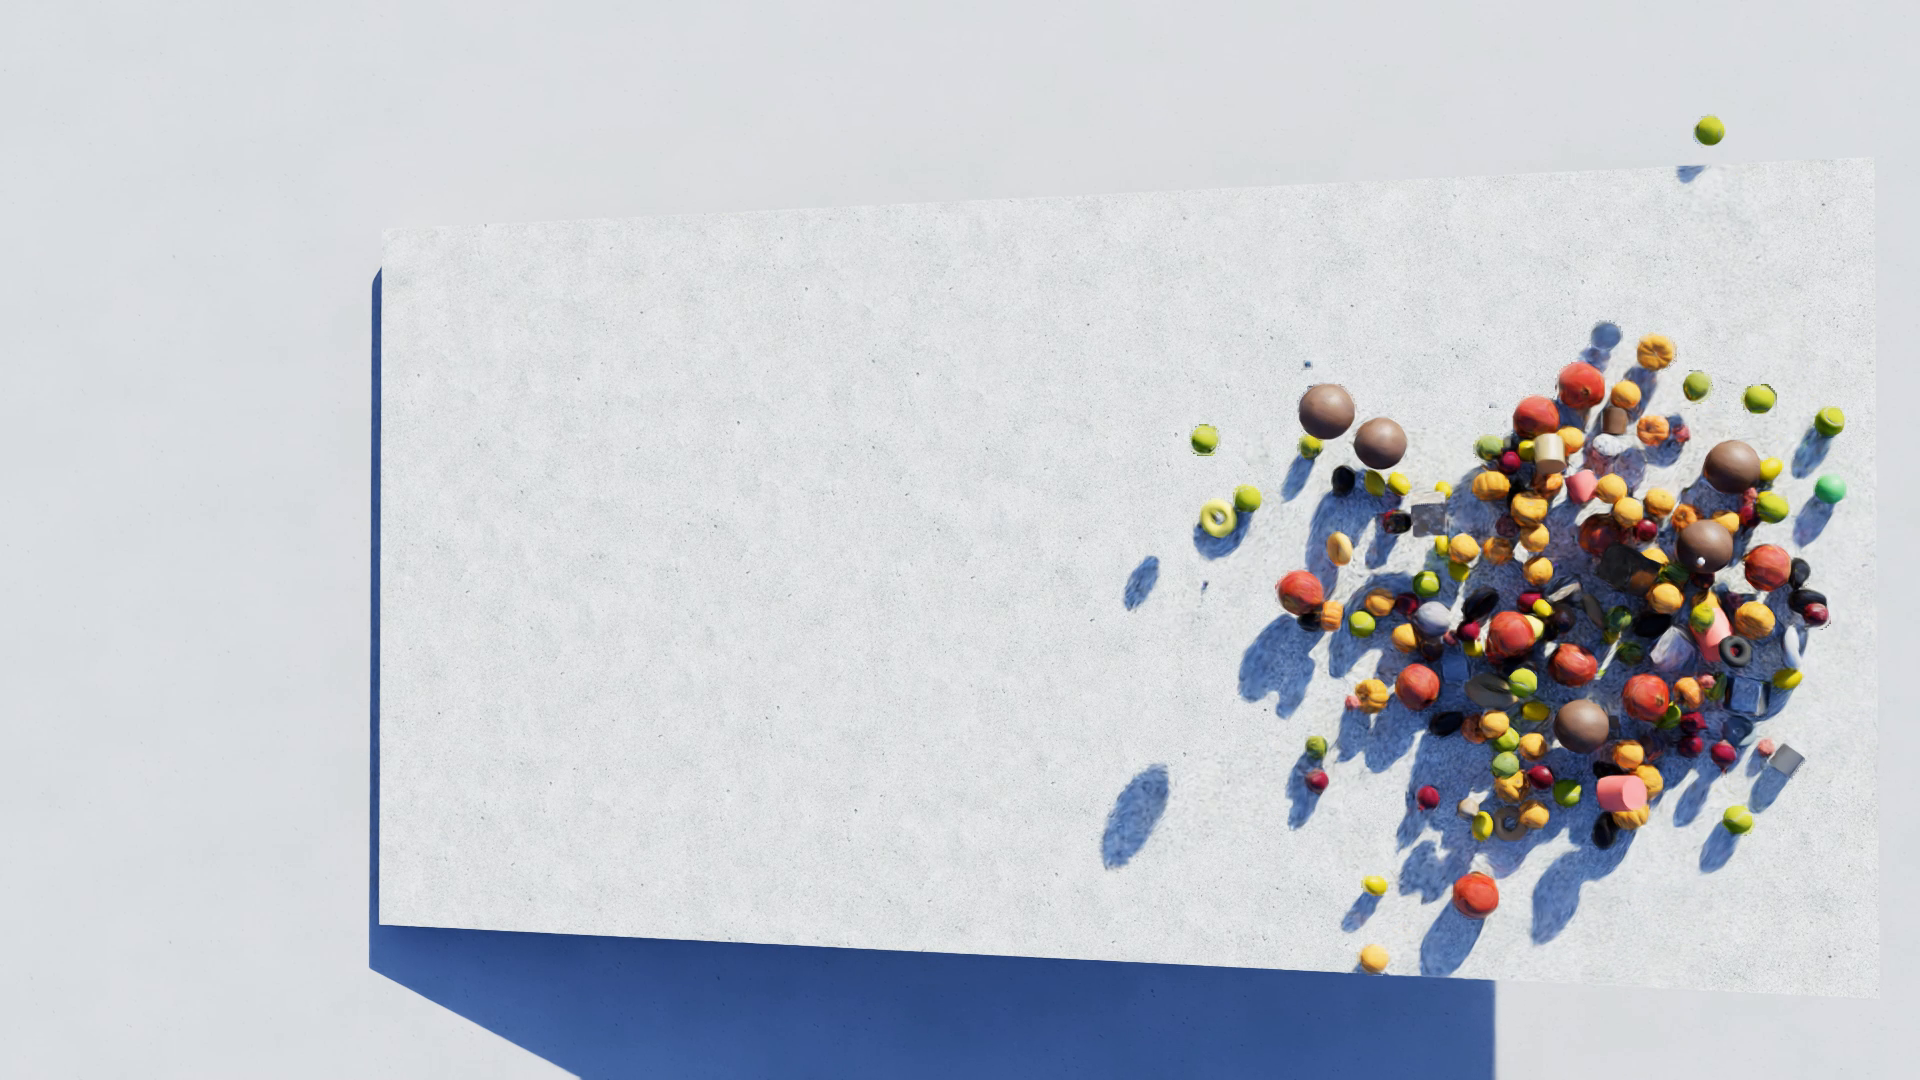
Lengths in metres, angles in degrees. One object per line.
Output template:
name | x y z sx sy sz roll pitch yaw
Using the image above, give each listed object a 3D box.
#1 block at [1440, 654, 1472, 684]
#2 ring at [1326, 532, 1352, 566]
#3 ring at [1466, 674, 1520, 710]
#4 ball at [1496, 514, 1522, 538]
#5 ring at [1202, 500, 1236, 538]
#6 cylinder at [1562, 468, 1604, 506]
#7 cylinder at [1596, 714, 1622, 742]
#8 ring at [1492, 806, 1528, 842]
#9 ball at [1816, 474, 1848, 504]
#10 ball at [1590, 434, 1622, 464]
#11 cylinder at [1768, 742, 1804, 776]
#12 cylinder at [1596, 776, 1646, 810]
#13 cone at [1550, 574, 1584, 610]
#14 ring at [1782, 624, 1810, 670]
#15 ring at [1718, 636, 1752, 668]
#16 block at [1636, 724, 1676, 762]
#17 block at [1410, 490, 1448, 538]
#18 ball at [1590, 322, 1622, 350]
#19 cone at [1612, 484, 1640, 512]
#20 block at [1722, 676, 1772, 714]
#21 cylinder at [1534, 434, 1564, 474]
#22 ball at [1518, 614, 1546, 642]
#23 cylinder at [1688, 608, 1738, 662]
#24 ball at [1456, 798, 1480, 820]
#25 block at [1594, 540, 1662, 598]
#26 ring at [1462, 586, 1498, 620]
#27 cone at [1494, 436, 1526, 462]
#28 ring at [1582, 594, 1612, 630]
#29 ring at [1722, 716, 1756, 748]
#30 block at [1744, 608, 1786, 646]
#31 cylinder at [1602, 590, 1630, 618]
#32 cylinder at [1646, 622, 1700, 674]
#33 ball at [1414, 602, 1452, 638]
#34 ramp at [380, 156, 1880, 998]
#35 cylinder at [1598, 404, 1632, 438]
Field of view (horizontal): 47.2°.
block | 1.229 0.319 5.455 0.064 0.064 0.064 -10 84 18
ring | 0.955 0.022 5.535 0.029 0.088 0.088 -12 89 -24
ring | 1.308 0.370 5.397 0.134 0.134 0.045 3 116 0
ball | 1.354 -0.035 5.429 0.061 0.061 0.061 0 89 0
ring | 0.663 -0.055 5.633 0.098 0.033 0.098 6 101 30
cylinder | 1.513 -0.129 5.343 0.069 0.069 0.069 -30 70 0
cylinder | 1.578 0.457 5.349 0.053 0.053 0.053 0 73 0
ring | 1.359 0.702 5.432 0.089 0.030 0.089 -2 84 16
ball | 2.068 -0.121 5.220 0.070 0.070 0.070 0 89 0
ball | 1.574 -0.221 5.358 0.076 0.076 0.076 0 89 0
cylinder | 1.971 0.524 5.244 0.059 0.059 0.059 35 99 0
cylinder | 1.573 0.603 5.233 0.082 0.082 0.082 5 81 -31
cone | 1.510 0.146 5.392 0.091 0.091 0.091 -45 105 -1
ring | 1.985 0.253 5.223 0.036 0.109 0.109 7 89 42
ring | 1.809 0.260 5.131 0.080 0.027 0.080 4 69 -10
block | 1.682 0.491 5.319 0.058 0.058 0.058 -45 74 30
block | 1.149 -0.064 5.384 0.084 0.084 0.084 -5 110 14
ball | 1.577 -0.498 5.366 0.072 0.072 0.072 0 89 0
cone | 1.609 -0.090 5.350 0.066 0.066 0.066 -43 89 17
block | 1.879 0.371 5.249 0.078 0.078 0.078 10 93 39
cylinder | 1.424 -0.208 5.318 0.072 0.072 0.072 7 60 0
ball | 1.389 0.216 5.344 0.067 0.067 0.067 0 89 0
cylinder | 1.803 0.226 5.250 0.093 0.093 0.093 -13 54 0
ball | 1.259 0.667 5.448 0.056 0.056 0.056 0 89 0
block | 1.593 0.070 5.243 0.093 0.093 0.093 16 103 -41
ring | 1.285 0.156 5.430 0.101 0.101 0.034 -36 53 -1
cone | 1.372 -0.209 5.440 0.069 0.069 0.069 31 89 0
ring | 1.549 0.176 5.352 0.033 0.099 0.099 -37 89 22
ring | 1.871 0.461 5.281 0.080 0.027 0.080 -3 68 6
block | 1.924 0.209 5.257 0.067 0.067 0.067 -37 77 12
cylinder | 1.596 0.155 5.352 0.062 0.062 0.062 1 94 21
cylinder | 1.718 0.260 5.296 0.088 0.088 0.088 39 114 1
ball | 1.175 0.197 5.462 0.089 0.089 0.089 0 89 0
ramp | 0.269 0.096 5.822 4.000 0.100 2.000 0 89 16
cylinder | 1.596 -0.289 5.363 0.062 0.062 0.062 17 113 0
